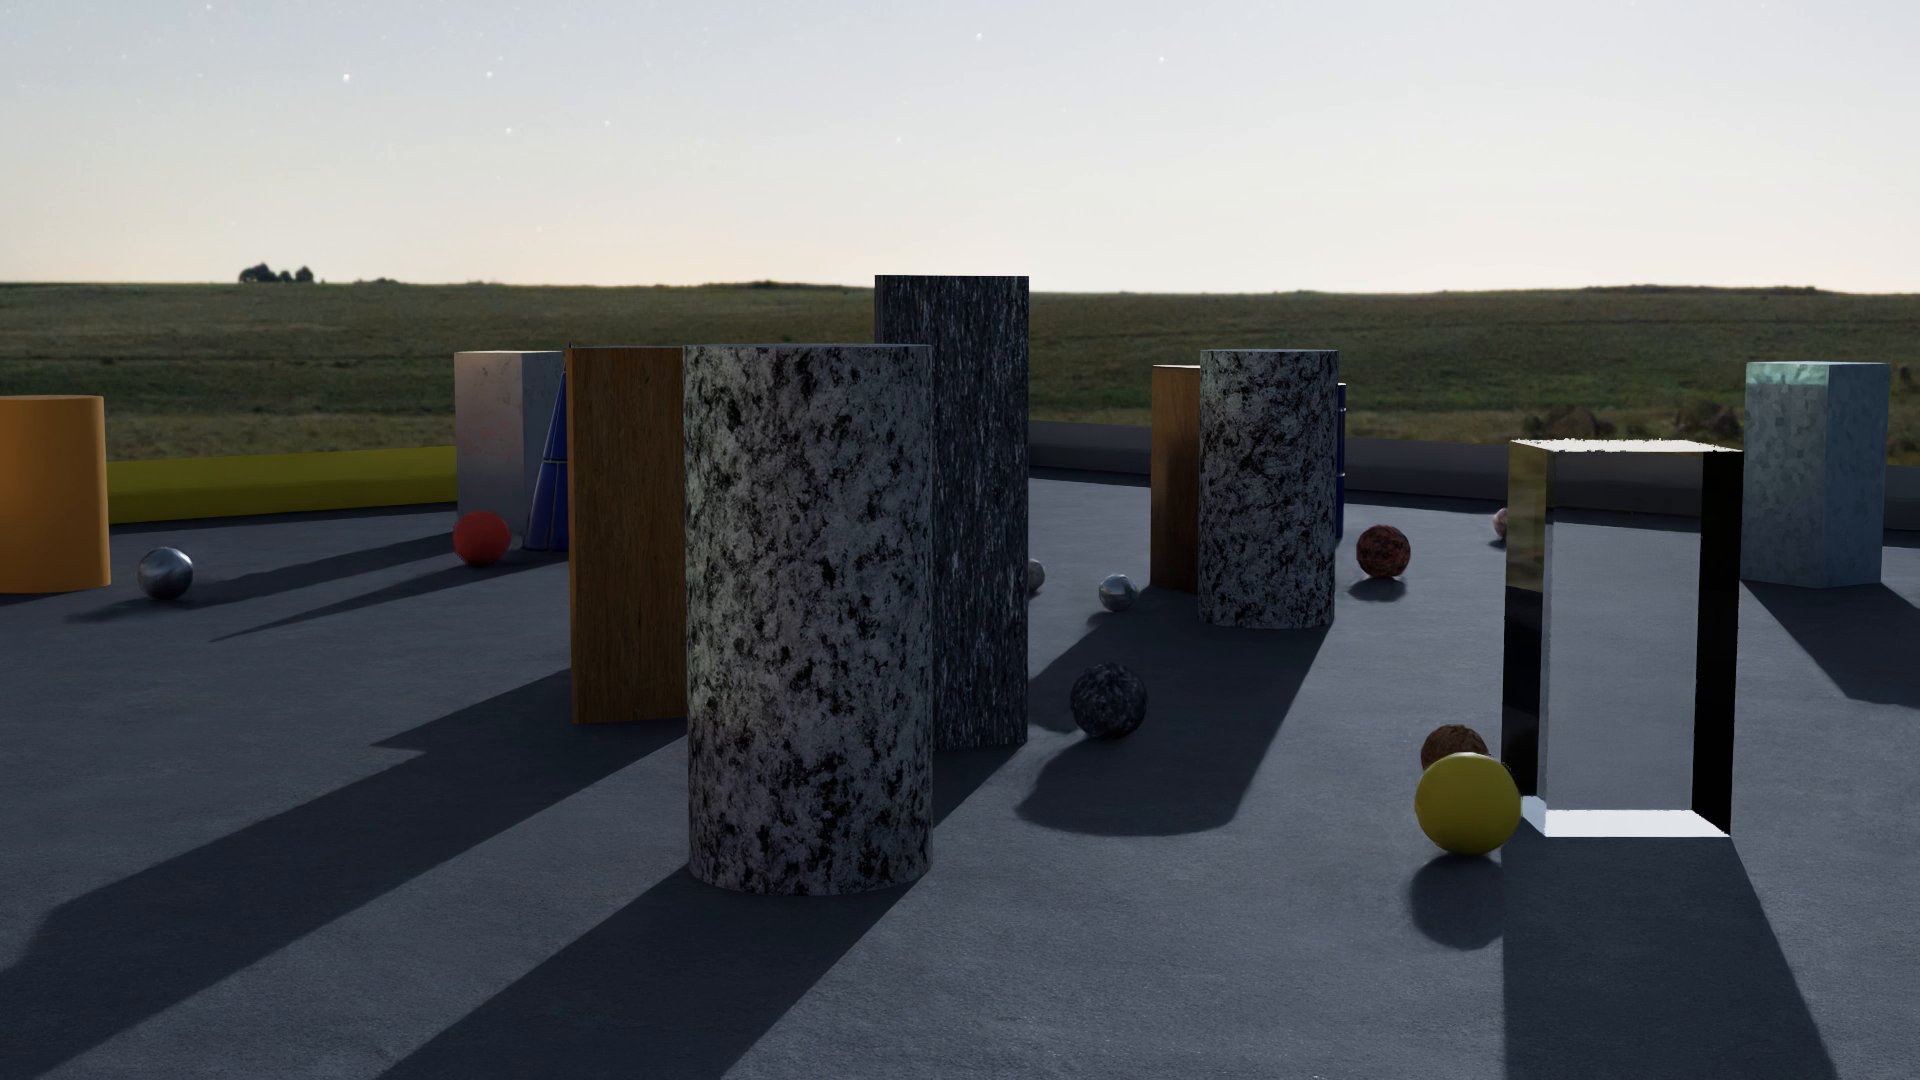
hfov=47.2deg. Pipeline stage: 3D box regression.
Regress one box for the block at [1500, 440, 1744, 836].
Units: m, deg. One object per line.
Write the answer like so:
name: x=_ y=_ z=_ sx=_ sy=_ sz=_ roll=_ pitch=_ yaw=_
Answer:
block: x=0.575 y=0.081 z=1.926 sx=0.157 sy=0.327 sz=0.157 roll=0 pitch=6 yaw=0

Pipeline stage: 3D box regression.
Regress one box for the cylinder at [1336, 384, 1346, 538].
cylinder: x=0.659 y=-0.157 z=4.334 sx=0.196 sy=0.300 sz=0.196 roll=0 pitch=6 yaw=0

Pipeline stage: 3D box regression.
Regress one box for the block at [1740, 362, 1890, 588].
block: x=1.403 y=-0.111 z=3.613 sx=0.157 sy=0.358 sz=0.157 roll=-4 pitch=7 yaw=-32

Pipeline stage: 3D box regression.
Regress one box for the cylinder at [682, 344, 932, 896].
cylinder: x=-0.120 y=0.054 z=1.753 sx=0.196 sy=0.417 sz=0.196 roll=0 pitch=6 yaw=0

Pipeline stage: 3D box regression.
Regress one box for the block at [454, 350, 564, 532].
block: x=-0.916 y=-0.203 z=4.486 sx=0.157 sy=0.360 sz=0.157 roll=2 pitch=6 yaw=20

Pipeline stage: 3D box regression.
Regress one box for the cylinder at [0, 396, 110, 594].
cylinder: x=-1.481 y=-0.078 z=3.548 sx=0.196 sy=0.305 sz=0.196 roll=0 pitch=6 yaw=0

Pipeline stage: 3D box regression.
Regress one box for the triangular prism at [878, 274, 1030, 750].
triangular prism: x=-0.038 y=-0.033 z=2.283 sx=0.170 sy=0.479 sz=0.147 roll=-3 pitch=7 yaw=-27

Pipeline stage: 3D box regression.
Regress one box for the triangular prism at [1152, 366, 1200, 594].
triangular prism: x=0.371 y=-0.101 z=3.529 sx=0.147 sy=0.355 sz=0.170 roll=5 pitch=8 yaw=38

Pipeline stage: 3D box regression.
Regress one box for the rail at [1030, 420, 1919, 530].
rail: x=1.594 y=-0.120 z=4.795 sx=0.045 sy=0.127 sz=4.268 roll=-5 pitch=8 yaw=-42

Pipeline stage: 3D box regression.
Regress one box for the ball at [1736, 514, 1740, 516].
ball: x=1.533 y=-0.028 z=4.313 sx=0.047 sy=0.047 sz=0.047 roll=0 pitch=6 yaw=0

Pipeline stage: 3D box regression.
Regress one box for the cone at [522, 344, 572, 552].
cone: x=-0.727 y=-0.179 z=4.119 sx=0.196 sy=0.388 sz=0.196 roll=0 pitch=6 yaw=0

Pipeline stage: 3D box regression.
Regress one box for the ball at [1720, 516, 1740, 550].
ball: x=1.450 y=-0.013 z=4.098 sx=0.062 sy=0.062 sz=0.062 roll=0 pitch=6 yaw=0

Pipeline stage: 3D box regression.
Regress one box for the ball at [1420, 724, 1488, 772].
ball: x=0.459 y=0.202 z=2.042 sx=0.062 sy=0.062 sz=0.062 roll=0 pitch=6 yaw=0

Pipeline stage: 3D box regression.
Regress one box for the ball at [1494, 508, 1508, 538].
ball: x=1.071 y=-0.033 z=4.286 sx=0.063 sy=0.063 sz=0.063 roll=0 pitch=6 yaw=0

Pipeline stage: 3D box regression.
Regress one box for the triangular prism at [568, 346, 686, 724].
triangular prism: x=-0.363 y=-0.013 z=2.452 sx=0.170 sy=0.404 sz=0.147 roll=-2 pitch=6 yaw=-21

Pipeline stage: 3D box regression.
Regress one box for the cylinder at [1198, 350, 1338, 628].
cylinder: x=0.442 y=-0.078 z=3.159 sx=0.196 sy=0.387 sz=0.196 roll=0 pitch=6 yaw=0

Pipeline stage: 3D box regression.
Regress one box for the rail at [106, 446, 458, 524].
rail: x=-1.431 y=-0.128 z=4.874 sx=4.385 sy=0.127 sz=0.045 roll=-5 pitch=8 yaw=-42

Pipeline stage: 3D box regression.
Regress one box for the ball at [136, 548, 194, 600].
ball: x=-1.221 y=0.052 z=3.379 sx=0.082 sy=0.082 sz=0.082 roll=0 pitch=6 yaw=0

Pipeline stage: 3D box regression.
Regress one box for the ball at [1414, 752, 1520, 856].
ball: x=0.415 y=0.216 z=1.800 sx=0.084 sy=0.084 sz=0.084 roll=0 pitch=6 yaw=0

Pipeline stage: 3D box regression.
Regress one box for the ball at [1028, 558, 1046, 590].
ball: x=0.110 y=0.055 z=3.495 sx=0.052 sy=0.052 sz=0.052 roll=0 pitch=6 yaw=0

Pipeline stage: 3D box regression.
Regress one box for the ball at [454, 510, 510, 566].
ball: x=-0.835 y=-0.004 z=3.841 sx=0.097 sy=0.097 sz=0.097 roll=0 pitch=6 yaw=0

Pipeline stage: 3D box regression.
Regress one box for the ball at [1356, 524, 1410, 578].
ball: x=0.703 y=0.020 z=3.652 sx=0.090 sy=0.090 sz=0.090 roll=0 pitch=6 yaw=0

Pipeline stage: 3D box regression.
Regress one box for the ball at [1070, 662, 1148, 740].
ball: x=0.155 y=0.167 z=2.283 sx=0.081 sy=0.081 sz=0.081 roll=0 pitch=6 yaw=0

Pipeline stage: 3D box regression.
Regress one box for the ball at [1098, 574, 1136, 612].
ball: x=0.233 y=0.078 z=3.253 sx=0.056 sy=0.056 sz=0.056 roll=0 pitch=6 yaw=0
